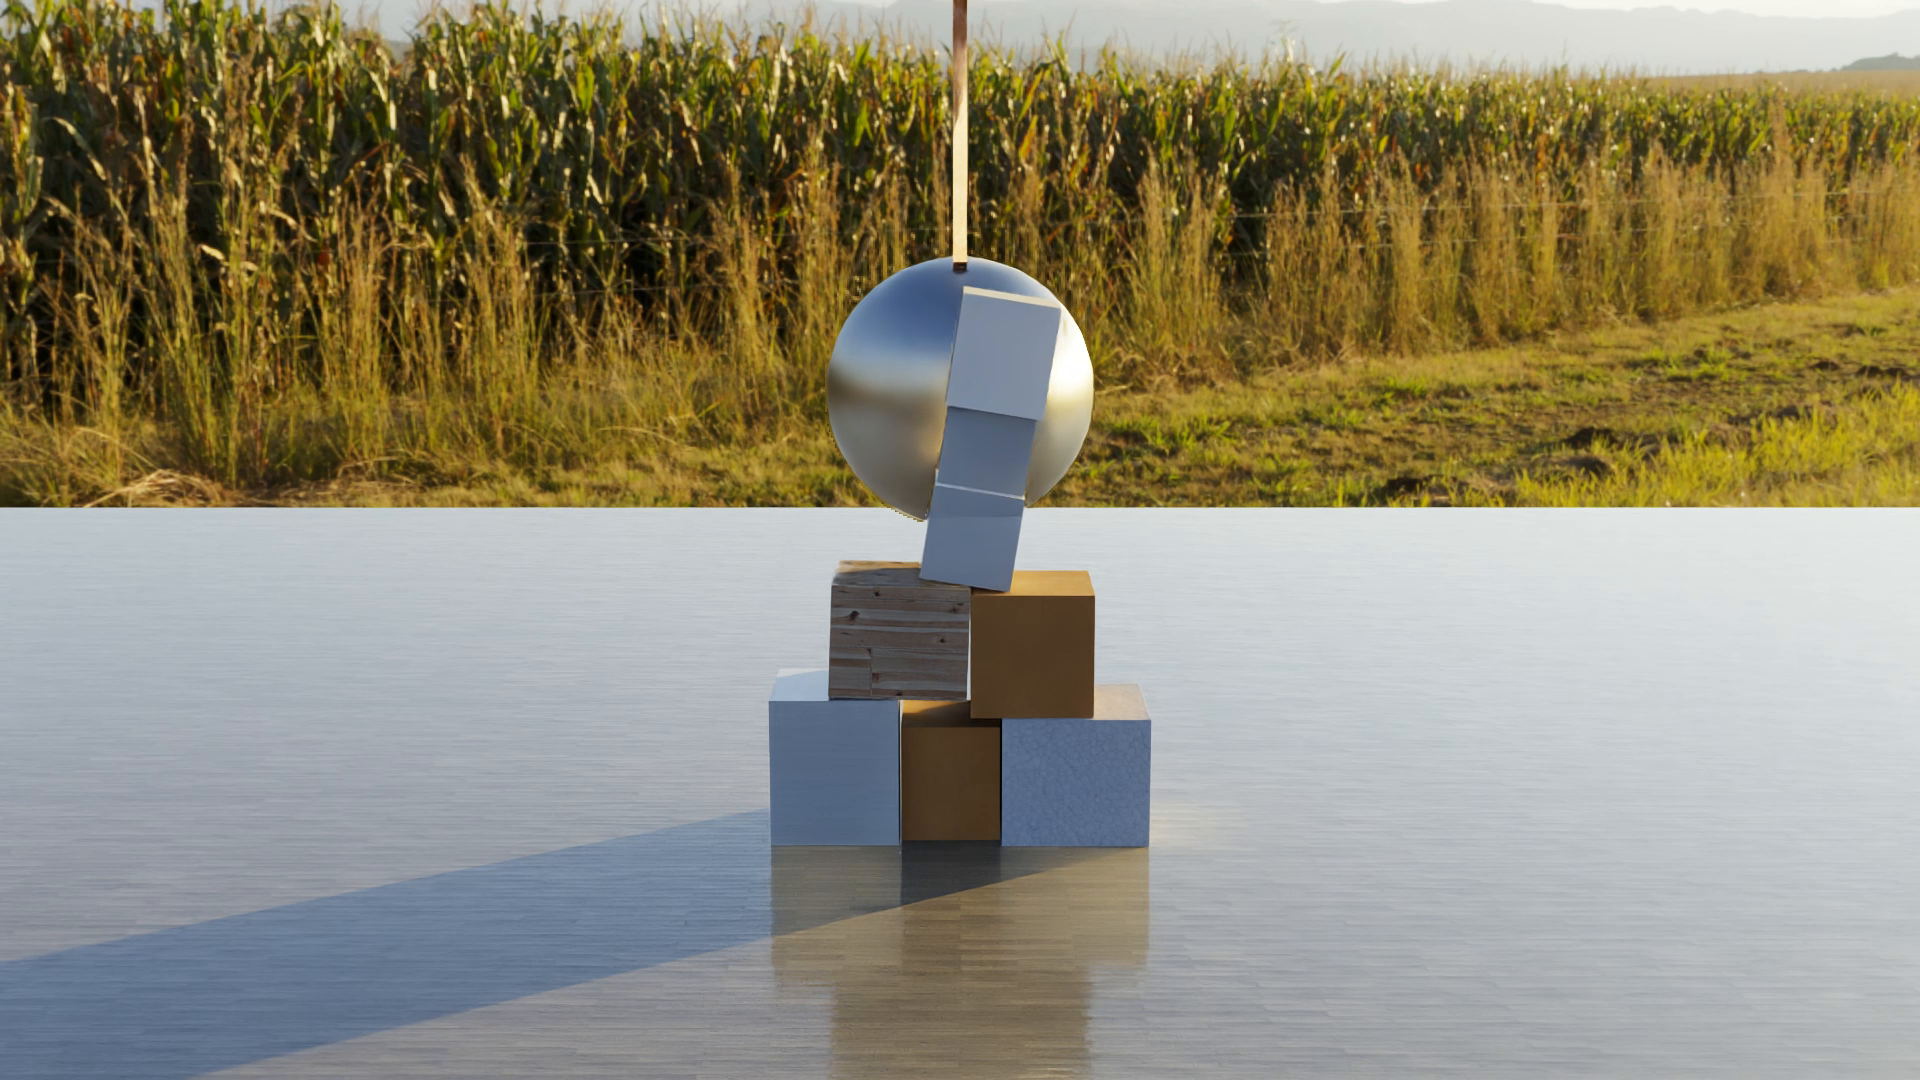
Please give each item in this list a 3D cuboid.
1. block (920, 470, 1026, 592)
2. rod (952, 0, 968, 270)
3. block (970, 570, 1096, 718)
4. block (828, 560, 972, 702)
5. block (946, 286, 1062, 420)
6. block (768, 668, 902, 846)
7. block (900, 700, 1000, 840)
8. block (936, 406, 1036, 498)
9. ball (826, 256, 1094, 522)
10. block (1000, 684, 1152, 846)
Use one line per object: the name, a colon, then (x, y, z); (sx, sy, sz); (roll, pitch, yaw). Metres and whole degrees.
block: (0.061, -0.053, 11.182); (0.456, 0.474, 0.548); (9, 10, -2)
rod: (0.000, -3.814, 11.400); (0.080, 5.200, 0.080); (0, 31, 0)
block: (0.362, 0.526, 11.262); (0.616, 0.627, 0.642); (0, 10, 0)
block: (-0.302, 0.456, 11.269); (0.693, 0.572, 0.675); (2, 10, 0)
block: (0.213, -0.939, 10.996); (0.487, 0.558, 0.496); (9, 10, -2)
block: (-0.631, 1.110, 11.365); (0.647, 0.750, 0.684); (0, 10, 0)
block: (-0.048, 1.184, 11.402); (0.499, 0.591, 0.557); (0, 10, 0)
block: (0.131, -0.473, 11.075); (0.439, 0.402, 0.390); (9, 10, -2)
ball: (0.000, -0.886, 13.128); (1.600, 1.600, 1.600); (0, 10, 0)
block: (0.583, 1.153, 11.394); (0.743, 0.655, 0.754); (0, 10, 0)
